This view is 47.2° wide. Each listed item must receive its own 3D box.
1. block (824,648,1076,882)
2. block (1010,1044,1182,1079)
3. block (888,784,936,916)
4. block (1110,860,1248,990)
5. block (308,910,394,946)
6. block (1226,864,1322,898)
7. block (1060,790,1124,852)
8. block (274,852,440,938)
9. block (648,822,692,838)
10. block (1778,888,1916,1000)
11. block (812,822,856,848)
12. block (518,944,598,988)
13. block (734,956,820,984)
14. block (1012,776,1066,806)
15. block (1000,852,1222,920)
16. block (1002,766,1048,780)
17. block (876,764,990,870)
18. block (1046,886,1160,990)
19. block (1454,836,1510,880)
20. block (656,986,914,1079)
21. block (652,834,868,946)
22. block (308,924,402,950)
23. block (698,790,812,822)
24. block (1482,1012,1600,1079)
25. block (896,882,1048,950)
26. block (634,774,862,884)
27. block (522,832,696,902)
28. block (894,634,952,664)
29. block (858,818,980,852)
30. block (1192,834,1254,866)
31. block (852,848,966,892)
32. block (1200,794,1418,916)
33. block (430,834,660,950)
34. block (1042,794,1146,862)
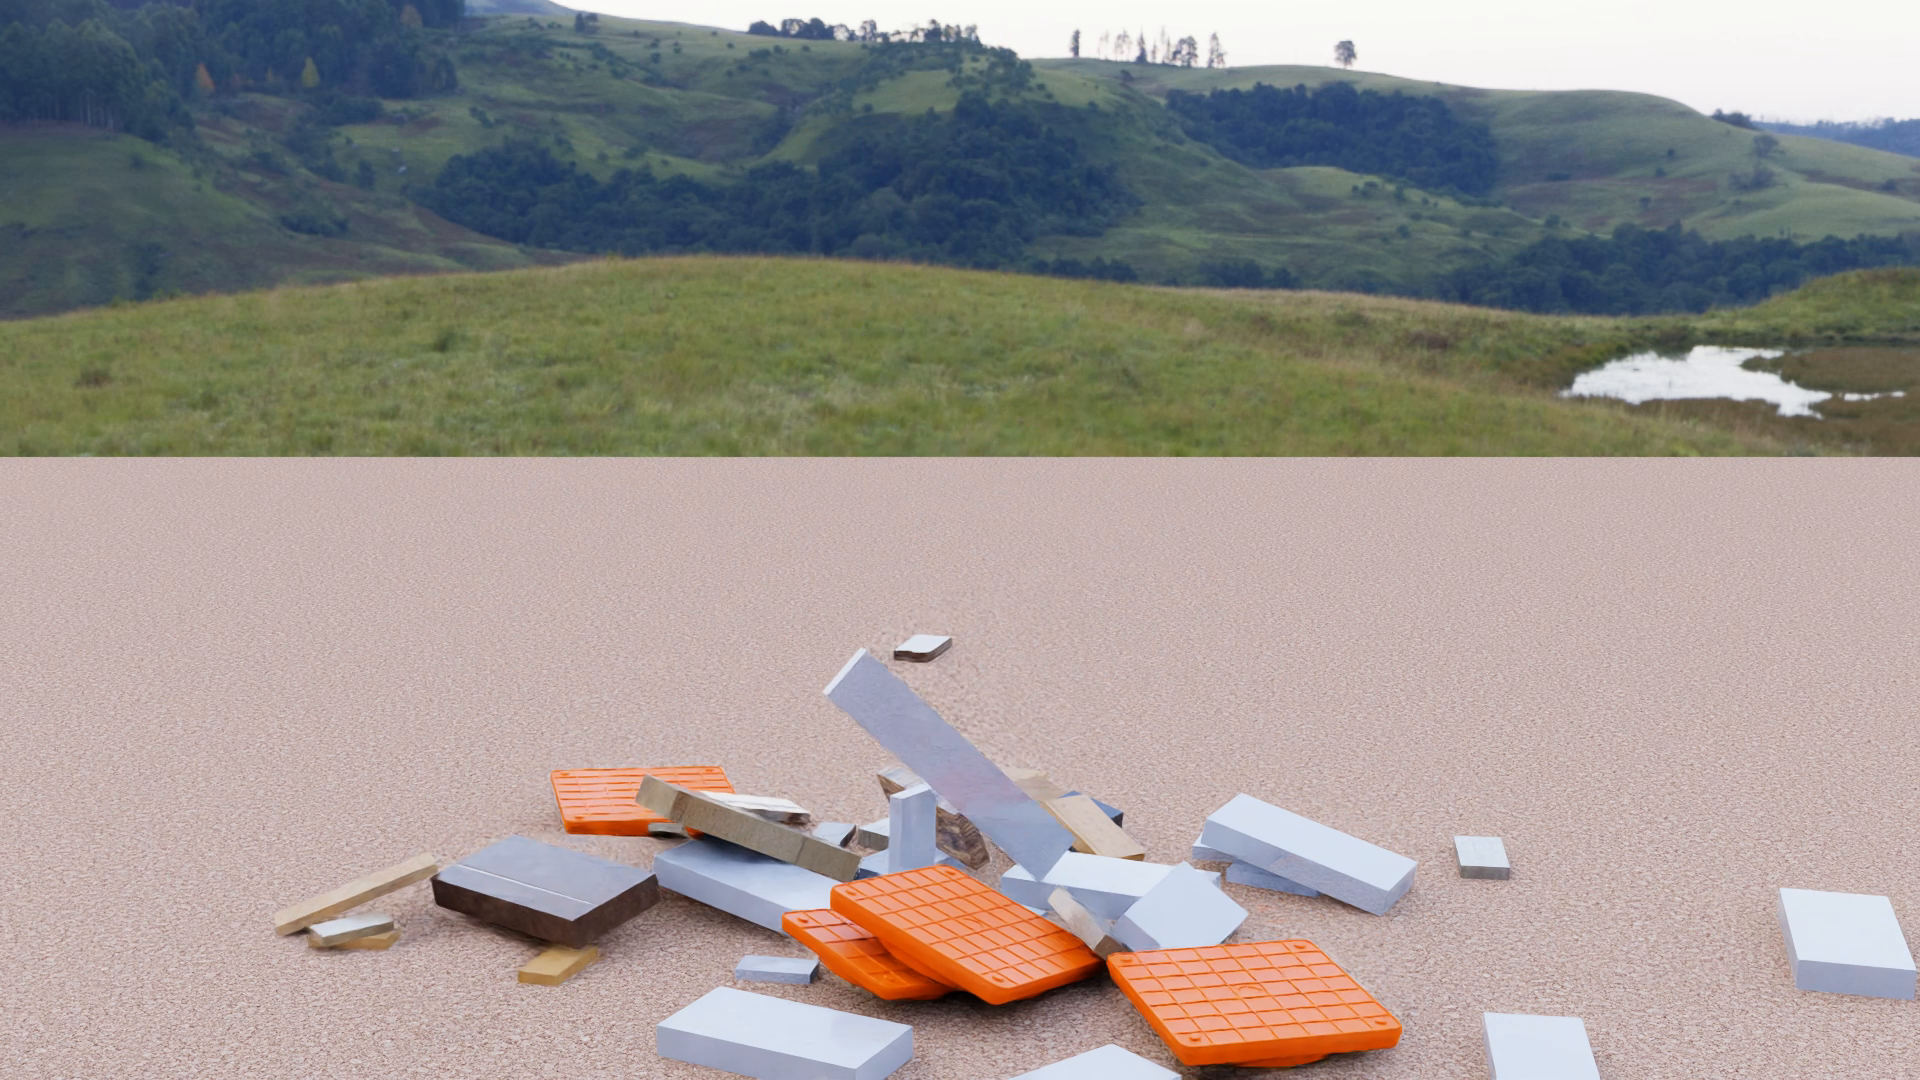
[{"bbox_3d":[-0.012,0.363,3.512,0.498,0.093,0.026,43,-7,-22],"label":"block"},{"bbox_3d":[0.144,0.724,2.845,0.266,0.038,0.133,-8,13,-38],"label":"block"},{"bbox_3d":[-0.078,0.504,3.578,0.025,0.201,0.089,11,15,37],"label":"block"},{"bbox_3d":[0.341,0.589,3.385,0.133,0.038,0.265,39,24,14],"label":"block"},{"bbox_3d":[-0.950,0.607,3.435,0.116,0.016,0.058,-8,13,-37],"label":"block"},{"bbox_3d":[0.542,0.569,3.721,0.162,0.023,0.081,6,12,29],"label":"block"},{"bbox_3d":[0.180,0.512,3.910,0.112,0.032,0.224,20,24,34],"label":"block"},{"bbox_3d":[-0.969,0.568,3.533,0.260,0.018,0.064,-21,17,-16],"label":"block"},{"bbox_3d":[-0.501,0.518,3.828,0.058,0.016,0.116,1,-26,7],"label":"block"},{"bbox_3d":[1.362,0.618,3.390,0.163,0.046,0.326,3,11,15],"label":"block"},{"bbox_3d":[-0.232,0.533,3.928,0.063,0.018,0.126,2,11,12],"label":"block"},{"bbox_3d":[-0.609,0.643,3.334,0.064,0.018,0.128,4,11,19],"label":"block"},{"bbox_3d":[-0.275,0.648,3.314,0.116,0.016,0.058,2,11,11],"label":"block"},{"bbox_3d":[0.161,0.490,4.063,0.093,0.026,0.185,-6,21,-31],"label":"block"},{"bbox_3d":[0.249,0.574,3.629,0.326,0.046,0.163,5,11,24],"label":"block"},{"bbox_3d":[0.096,0.475,4.218,0.089,0.025,0.177,5,12,24],"label":"block"},{"bbox_3d":[-0.048,0.476,3.796,0.032,0.112,0.281,-30,23,-22],"label":"block"},{"bbox_3d":[0.216,0.602,3.344,0.110,0.031,0.221,38,-2,-19],"label":"block"},{"bbox_3d":[0.904,0.551,3.816,0.081,0.023,0.162,1,11,8],"label":"block"},{"bbox_3d":[-0.241,0.688,3.020,0.315,0.045,0.158,5,12,27],"label":"block"},{"bbox_3d":[-0.324,0.561,3.550,0.315,0.045,0.158,16,14,27],"label":"block"},{"bbox_3d":[-0.950,0.621,3.453,0.128,0.018,0.064,1,11,7],"label":"block"},{"bbox_3d":[-0.370,0.481,3.960,0.063,0.018,0.249,25,5,36],"label":"block"},{"bbox_3d":[0.760,0.728,2.821,0.133,0.038,0.517,2,11,9],"label":"block"},{"bbox_3d":[0.019,0.601,3.523,0.221,0.031,0.110,8,13,38],"label":"block"},{"bbox_3d":[-0.353,0.482,3.663,0.346,0.049,0.173,24,-7,-25],"label":"block"},{"bbox_3d":[-0.596,0.553,3.733,0.347,0.049,0.173,1,11,7],"label":"block"},{"bbox_3d":[-0.090,0.264,5.354,0.089,0.025,0.177,3,11,18],"label":"block"},{"bbox_3d":[-0.066,0.519,3.963,0.112,0.032,0.224,9,14,40],"label":"block"},{"bbox_3d":[0.488,0.533,3.785,0.162,0.023,0.081,4,11,18],"label":"block"},{"bbox_3d":[-0.079,0.555,3.774,0.110,0.031,0.220,8,13,38],"label":"block"},{"bbox_3d":[0.586,0.525,3.692,0.326,0.046,0.163,20,18,24],"label":"block"},{"bbox_3d":[-0.661,0.555,3.495,0.346,0.049,0.173,7,22,39],"label":"block"},{"bbox_3d":[0.231,0.512,3.846,0.093,0.026,0.185,-5,30,-34],"label":"block"}]
